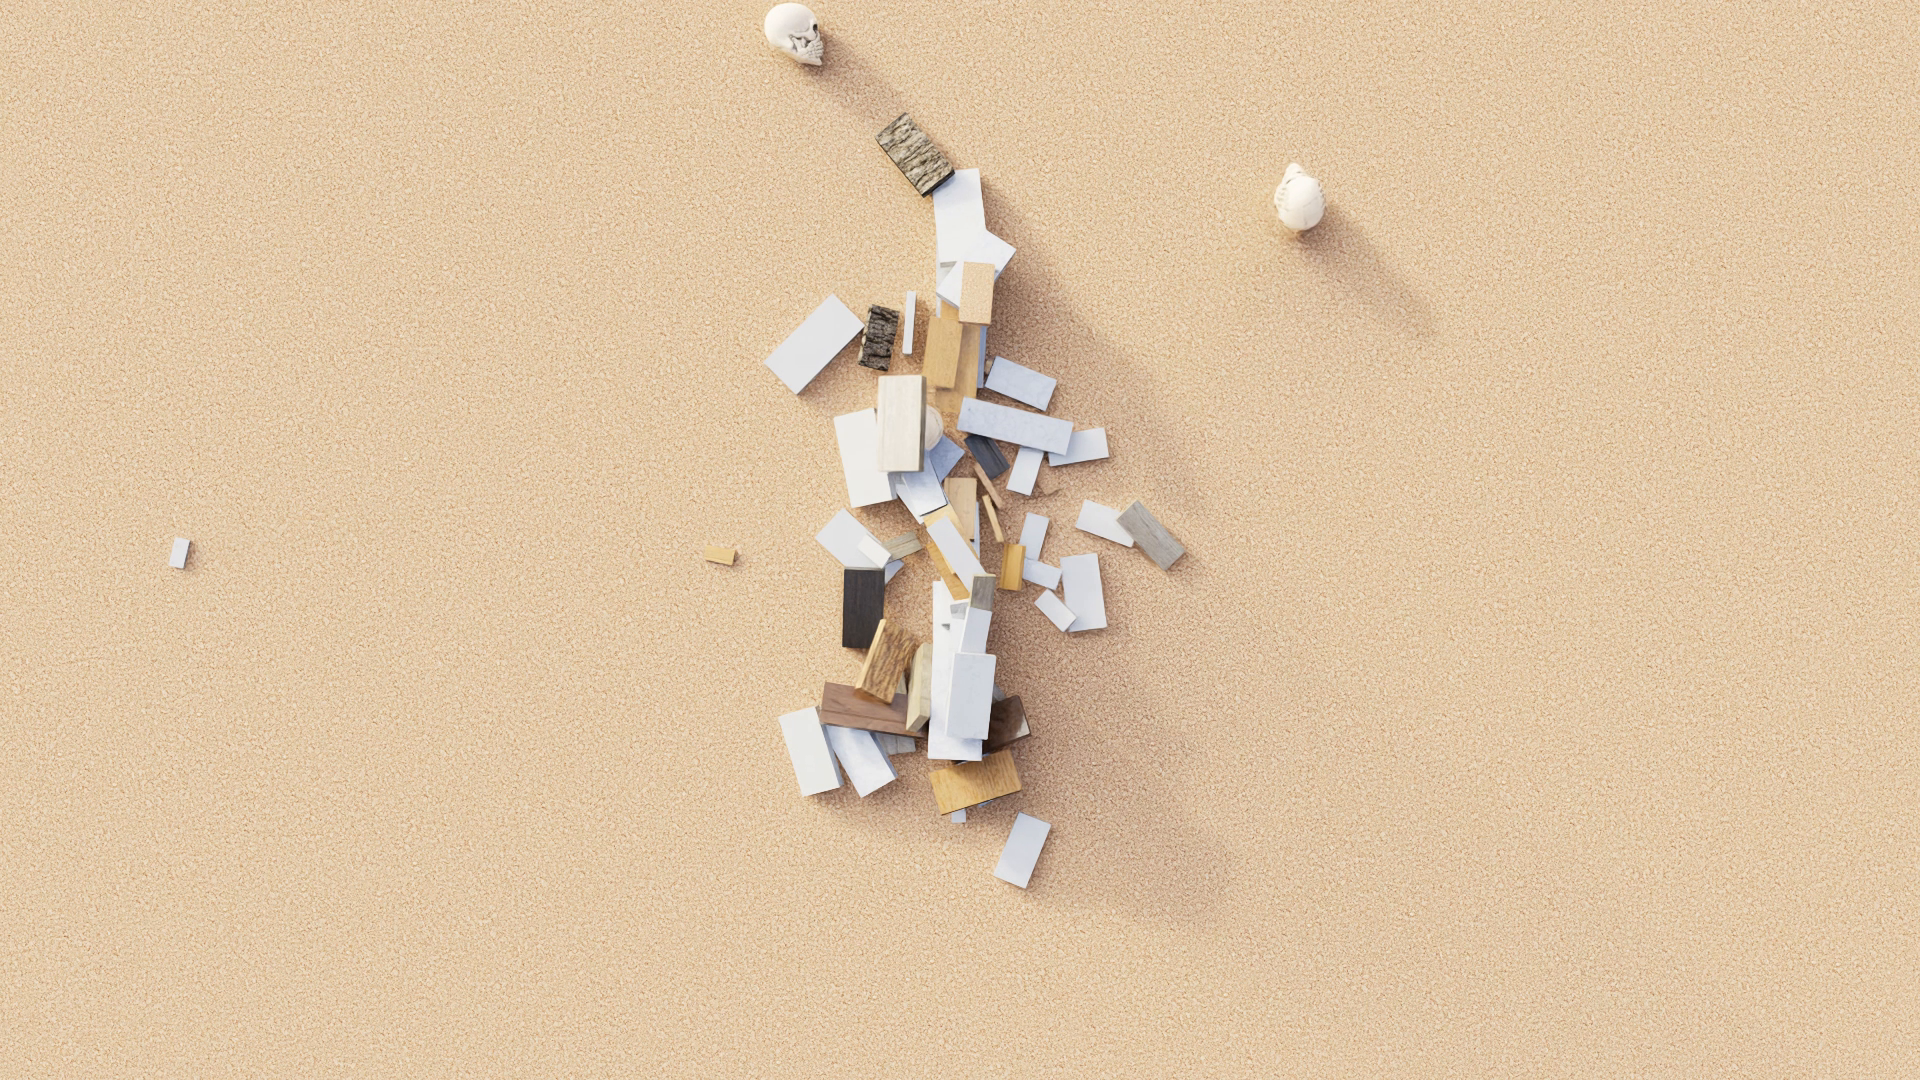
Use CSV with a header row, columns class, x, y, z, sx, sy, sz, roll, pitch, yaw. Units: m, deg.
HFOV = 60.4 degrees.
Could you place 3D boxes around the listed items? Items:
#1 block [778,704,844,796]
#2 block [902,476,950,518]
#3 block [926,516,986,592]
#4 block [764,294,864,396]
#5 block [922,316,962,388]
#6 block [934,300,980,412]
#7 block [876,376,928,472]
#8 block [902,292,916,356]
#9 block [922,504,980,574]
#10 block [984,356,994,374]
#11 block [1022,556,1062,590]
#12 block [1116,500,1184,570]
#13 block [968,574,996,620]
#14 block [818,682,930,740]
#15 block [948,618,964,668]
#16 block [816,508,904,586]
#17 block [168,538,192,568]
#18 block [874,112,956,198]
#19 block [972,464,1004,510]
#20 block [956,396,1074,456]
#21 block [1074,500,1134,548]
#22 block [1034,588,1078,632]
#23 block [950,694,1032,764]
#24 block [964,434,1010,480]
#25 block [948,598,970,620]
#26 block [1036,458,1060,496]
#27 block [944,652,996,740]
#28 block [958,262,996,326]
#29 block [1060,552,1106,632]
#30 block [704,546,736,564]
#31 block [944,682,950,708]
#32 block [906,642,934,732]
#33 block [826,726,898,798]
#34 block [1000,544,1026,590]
class,x,y,z,sx,sy,sz,roll,pitch,yaw
block,-0.493,0.697,5.459,0.138,0.039,0.276,-17,90,19
block,-0.098,-0.139,5.396,0.102,0.029,0.203,-28,77,6
block,-0.002,0.051,5.310,0.080,0.023,0.264,-34,93,-1
block,-0.482,-0.649,5.478,0.153,0.043,0.323,45,90,0
block,-0.059,-0.612,5.377,0.109,0.031,0.219,8,102,-2
block,-0.005,-0.616,5.411,0.134,0.038,0.393,4,103,-1
block,-0.189,-0.375,5.332,0.153,0.043,0.306,1,87,24
block,-0.166,-0.713,5.449,0.029,0.102,0.203,4,90,0
block,-0.029,-0.004,5.338,0.102,0.029,0.203,-28,90,-1
block,0.141,-0.569,5.492,0.113,0.016,0.057,17,90,0
block,0.264,0.110,5.472,0.138,0.020,0.069,20,110,6
block,0.629,-0.016,5.465,0.099,0.028,0.237,-44,98,-4
block,0.069,0.183,5.301,0.075,0.021,0.150,1,110,-16
block,-0.257,0.564,5.412,0.399,0.038,0.134,9,70,-6
block,0.003,0.334,5.304,0.079,0.022,0.157,4,84,-2
block,-0.333,0.036,5.480,0.276,0.039,0.138,43,90,0
block,-2.598,0.043,5.493,0.048,0.014,0.096,14,90,0
block,-0.150,-1.272,5.449,0.134,0.038,0.267,-38,76,0
block,0.094,-0.177,5.459,0.023,0.081,0.163,-32,90,0
block,0.180,-0.376,5.431,0.371,0.031,0.109,13,96,-6
block,0.492,-0.056,5.486,0.197,0.028,0.099,20,90,0
block,0.318,0.233,5.467,0.138,0.020,0.069,45,106,12
block,0.085,0.623,5.418,0.277,0.039,0.139,-22,65,9
block,0.090,-0.288,5.488,0.081,0.023,0.163,-34,90,0
block,0.014,0.271,5.348,0.080,0.023,0.159,-10,112,-5
block,0.280,-0.209,5.492,0.057,0.016,0.113,-32,90,0
block,0.033,0.494,5.248,0.134,0.038,0.267,6,93,-9
block,0.054,-0.790,5.295,0.102,0.029,0.203,5,77,0
block,0.409,0.173,5.482,0.124,0.035,0.247,-8,90,0
block,-0.801,0.050,5.493,0.096,0.014,0.048,12,90,0
block,0.004,0.466,5.272,0.079,0.022,0.158,13,92,-10
block,-0.131,0.480,5.375,0.035,0.124,0.264,14,56,-17
block,-0.334,0.696,5.453,0.139,0.039,0.277,-31,86,16
block,0.175,0.089,5.468,0.075,0.021,0.150,7,90,39
